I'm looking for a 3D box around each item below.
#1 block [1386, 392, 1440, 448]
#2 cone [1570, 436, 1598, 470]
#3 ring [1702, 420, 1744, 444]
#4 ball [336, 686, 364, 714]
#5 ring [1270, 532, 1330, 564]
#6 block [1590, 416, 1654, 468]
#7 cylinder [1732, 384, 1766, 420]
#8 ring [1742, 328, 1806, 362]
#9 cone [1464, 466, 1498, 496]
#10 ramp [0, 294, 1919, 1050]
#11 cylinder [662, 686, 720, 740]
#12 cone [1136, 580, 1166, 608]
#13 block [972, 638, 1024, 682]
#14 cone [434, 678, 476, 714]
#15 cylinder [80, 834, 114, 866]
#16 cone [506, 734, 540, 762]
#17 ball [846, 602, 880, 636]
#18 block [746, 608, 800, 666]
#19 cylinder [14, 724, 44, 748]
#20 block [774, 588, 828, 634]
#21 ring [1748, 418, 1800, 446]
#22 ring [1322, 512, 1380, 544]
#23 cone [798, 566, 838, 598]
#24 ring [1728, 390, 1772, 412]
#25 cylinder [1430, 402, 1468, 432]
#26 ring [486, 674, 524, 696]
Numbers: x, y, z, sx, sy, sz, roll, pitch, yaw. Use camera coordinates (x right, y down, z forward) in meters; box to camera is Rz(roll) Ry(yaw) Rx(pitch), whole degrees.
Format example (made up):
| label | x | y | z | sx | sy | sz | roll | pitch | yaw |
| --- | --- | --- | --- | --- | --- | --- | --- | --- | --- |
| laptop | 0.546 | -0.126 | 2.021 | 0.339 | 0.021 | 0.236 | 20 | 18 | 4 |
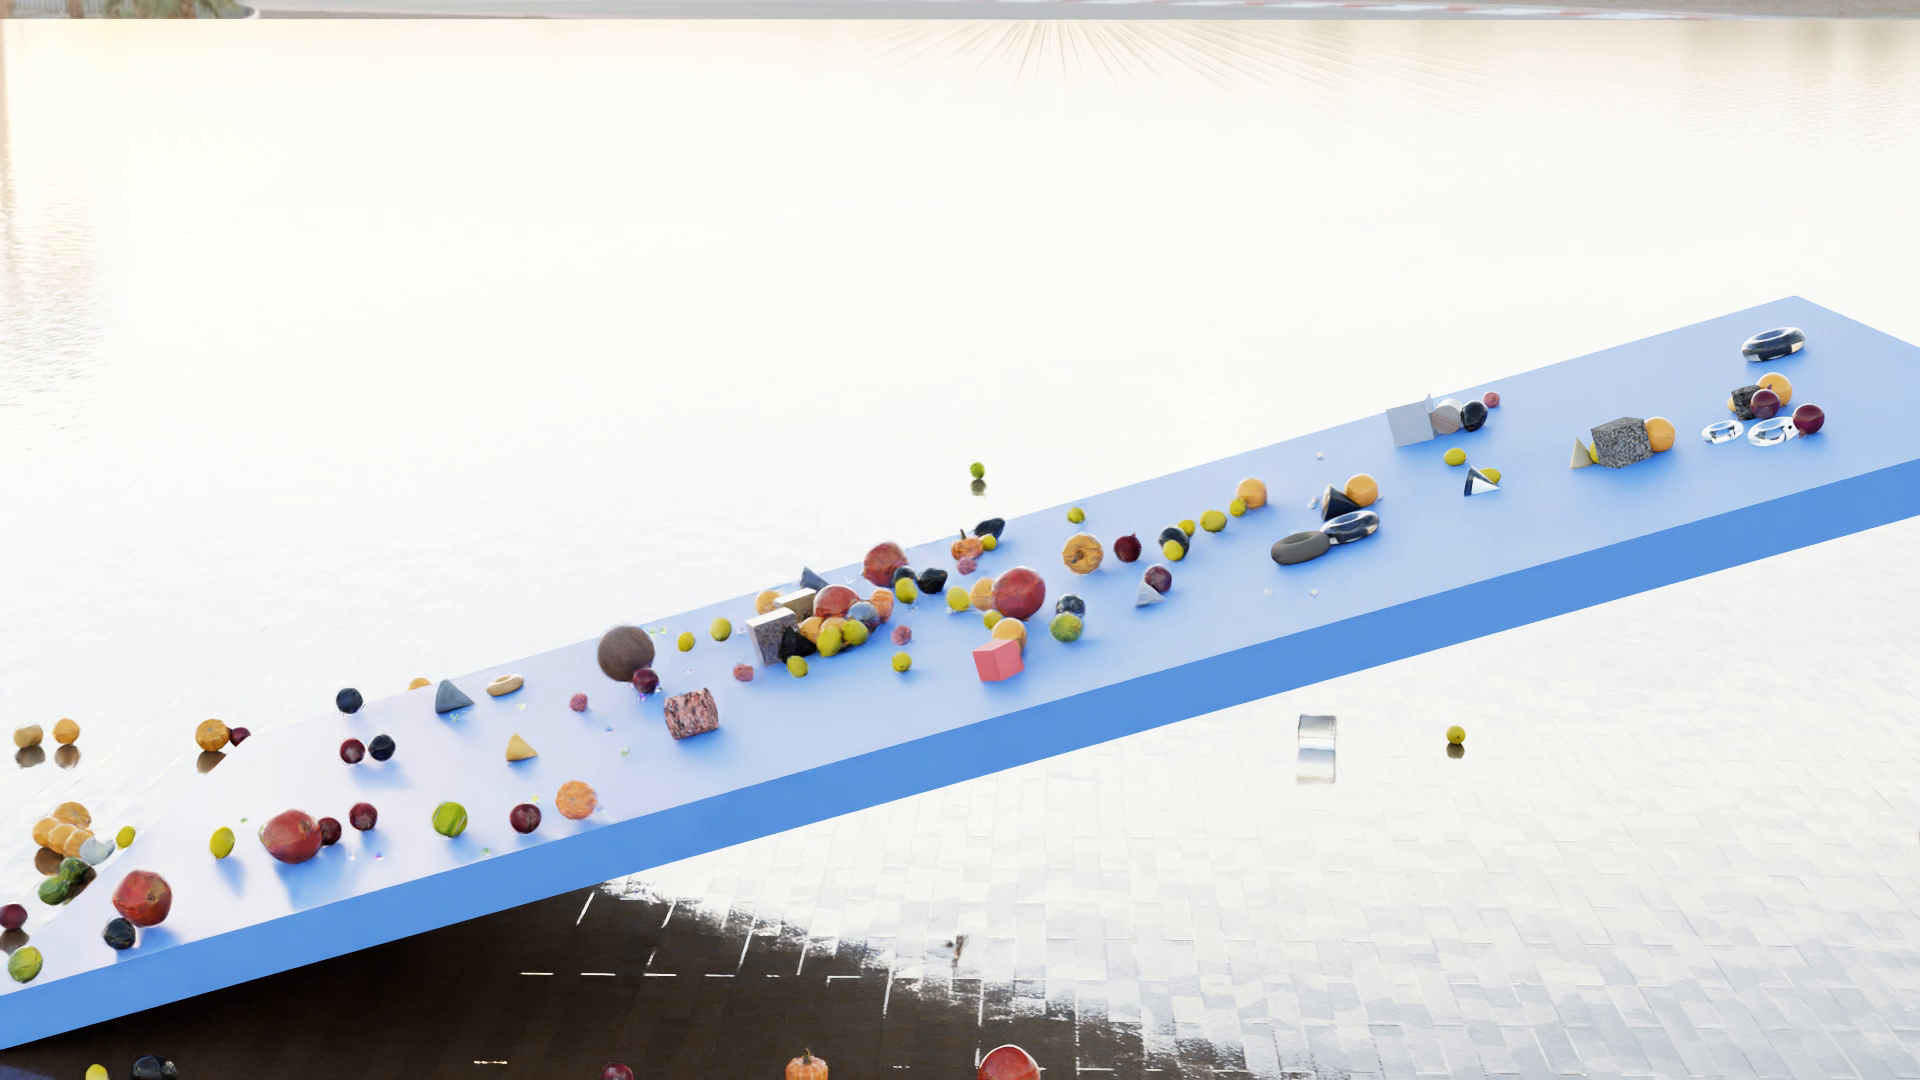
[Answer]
| label | x | y | z | sx | sy | sz | roll | pitch | yaw |
| --- | --- | --- | --- | --- | --- | --- | --- | --- | --- |
| block | 1.037 | -0.276 | 6.740 | 0.092 | 0.092 | 0.092 | -13 | 10 | 20 |
| cone | 1.254 | -0.181 | 5.947 | 0.060 | 0.060 | 0.060 | -16 | 10 | 3 |
| ring | 1.505 | -0.213 | 5.803 | 0.083 | 0.028 | 0.083 | -16 | 11 | 3 |
| ball | -1.524 | 0.400 | 7.338 | 0.068 | 0.068 | 0.068 | 0 | 11 | 0 |
| ring | 0.680 | 0.015 | 5.877 | 0.121 | 0.040 | 0.121 | -16 | 11 | 3 |
| block | 1.318 | -0.194 | 5.858 | 0.079 | 0.079 | 0.079 | -19 | 10 | -13 |
| cylinder | 1.588 | -0.276 | 5.923 | 0.057 | 0.057 | 0.057 | -16 | 10 | 3 |
| ring | 1.790 | -0.430 | 6.475 | 0.139 | 0.046 | 0.139 | -17 | 10 | 3 |
| cone | 1.064 | -0.112 | 5.973 | 0.067 | 0.067 | 0.067 | 14 | 14 | 14 |
| ramp | 0.091 | 0.187 | 6.320 | 4.000 | 0.100 | 2.000 | -16 | 10 | 5 |
| cylinder | -0.542 | 0.350 | 5.926 | 0.085 | 0.085 | 0.085 | -25 | 3 | 18 |
| cone | 0.385 | 0.114 | 5.864 | 0.057 | 0.057 | 0.057 | 13 | 13 | 10 |
| block | 0.073 | 0.230 | 5.631 | 0.062 | 0.062 | 0.062 | -25 | 13 | -38 |
| cone | -1.190 | 0.379 | 6.981 | 0.087 | 0.087 | 0.087 | 12 | 12 | 7 |
| cylinder | -1.920 | 0.688 | 6.546 | 0.061 | 0.061 | 0.061 | 0 | 6 | 0 |
| cone | -0.914 | 0.445 | 6.188 | 0.063 | 0.063 | 0.063 | 13 | 13 | 10 |
| ball | -0.211 | 0.171 | 6.395 | 0.075 | 0.075 | 0.075 | 0 | 11 | 0 |
| block | -0.404 | 0.212 | 6.433 | 0.094 | 0.094 | 0.094 | -19 | 10 | -12 |
| cylinder | -2.451 | 0.516 | 7.741 | 0.055 | 0.055 | 0.055 | 5 | 12 | 27 |
| block | -0.362 | 0.165 | 6.656 | 0.084 | 0.084 | 0.084 | -20 | 10 | -16 |
| ring | 1.565 | -0.208 | 5.659 | 0.098 | 0.033 | 0.098 | -18 | 13 | 4 |
| ring | 0.785 | -0.025 | 5.920 | 0.123 | 0.041 | 0.123 | -18 | 9 | 3 |
| cone | -0.333 | 0.115 | 7.010 | 0.092 | 0.092 | 0.092 | 11 | 11 | 2 |
| ring | 1.614 | -0.285 | 6.011 | 0.092 | 0.031 | 0.092 | -15 | 9 | 3 |
| cylinder | 1.116 | -0.282 | 6.717 | 0.068 | 0.068 | 0.068 | 5 | 3 | 24 |
| ring | -1.085 | 0.346 | 7.015 | 0.094 | 0.031 | 0.094 | -16 | 11 | 3 |
